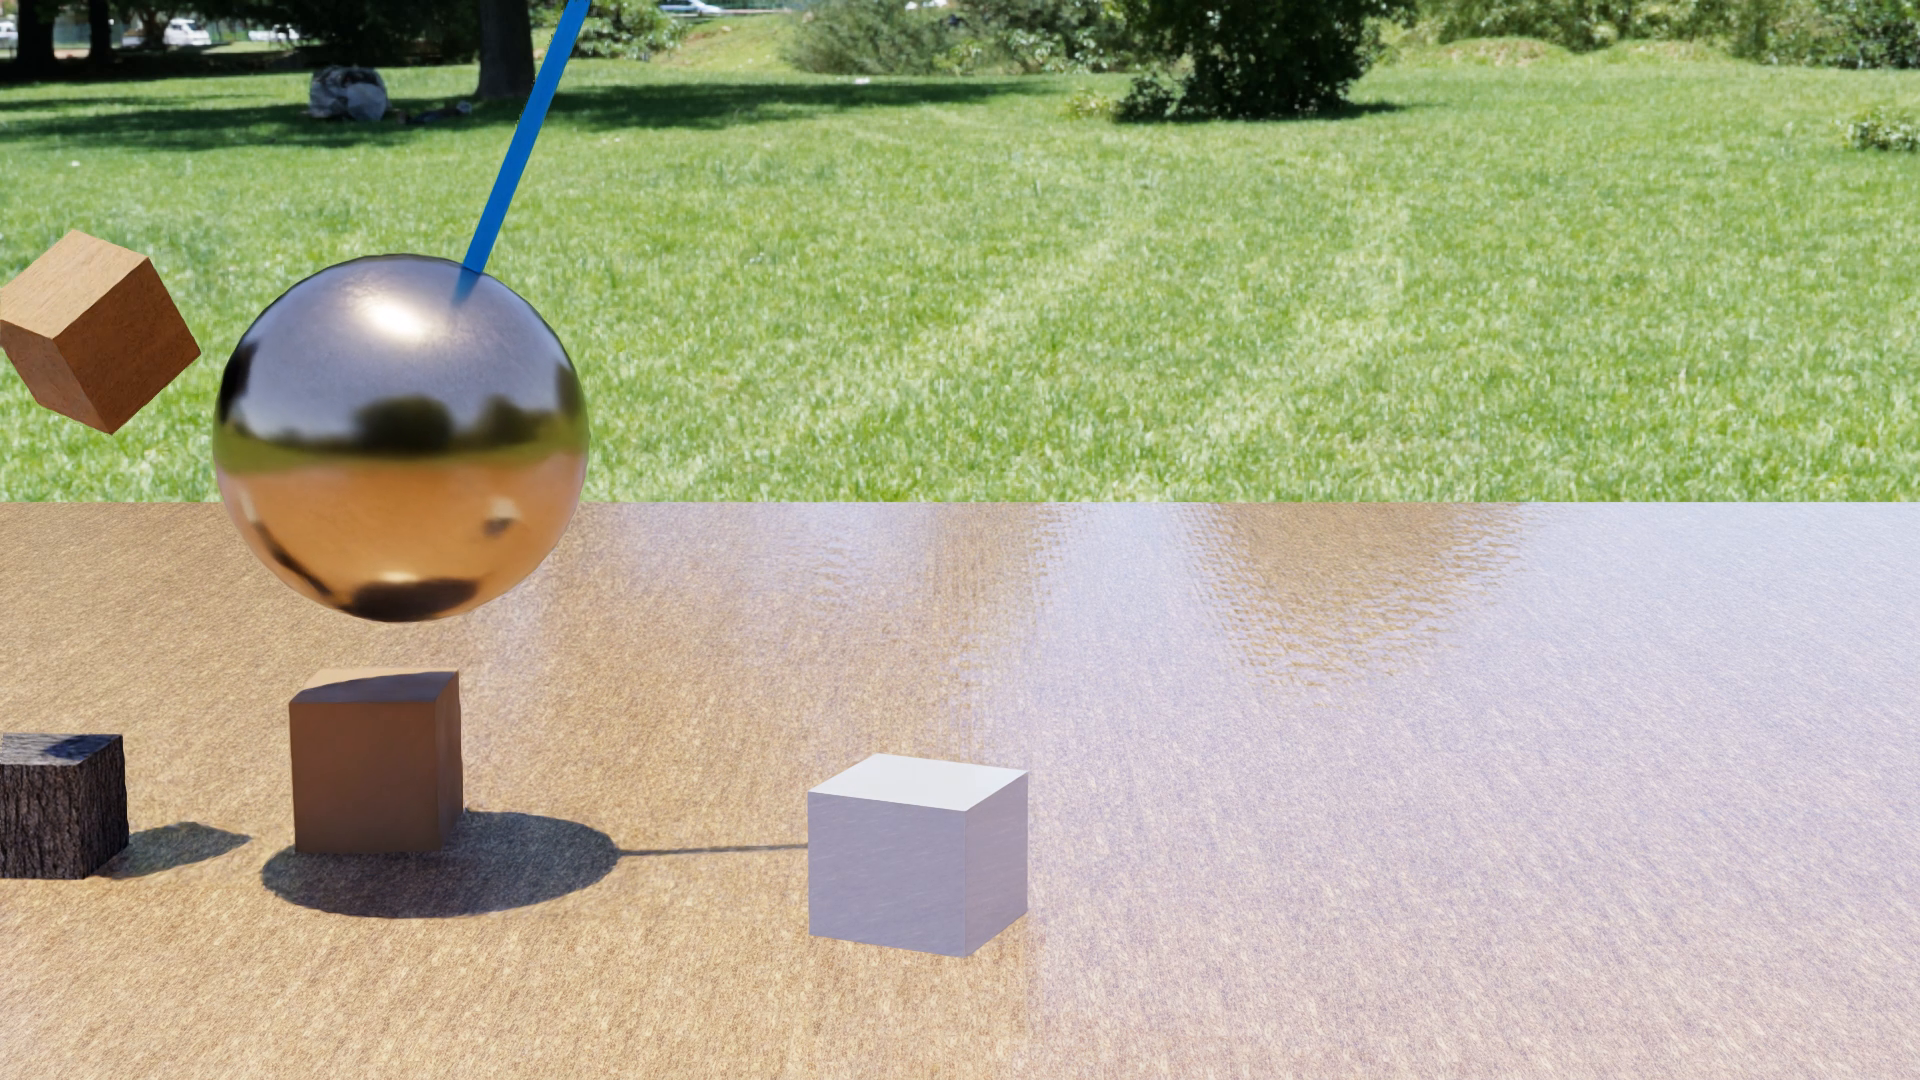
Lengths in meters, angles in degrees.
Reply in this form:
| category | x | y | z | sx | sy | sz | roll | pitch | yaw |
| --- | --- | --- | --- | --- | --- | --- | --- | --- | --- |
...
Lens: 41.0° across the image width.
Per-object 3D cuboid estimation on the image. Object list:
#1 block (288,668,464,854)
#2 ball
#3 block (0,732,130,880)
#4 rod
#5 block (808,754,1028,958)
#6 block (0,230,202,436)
| category | x | y | z | sx | sy | sz | roll | pitch | yaw |
| --- | --- | --- | --- | --- | --- | --- | --- | --- | --- |
| block | -2.714 | 1.020 | 11.985 | 0.655 | 0.704 | 0.677 | 0 | 10 | -2 |
| ball | -2.407 | -0.438 | 11.101 | 1.600 | 1.600 | 1.600 | 0 | 10 | 0 |
| block | -4.138 | 1.192 | 11.545 | 0.577 | 0.523 | 0.536 | 1 | 10 | 4 |
| rod | -1.043 | -3.502 | 10.544 | 0.080 | 5.200 | 0.080 | 23 | 9 | -4 |
| block | -0.168 | 1.301 | 10.690 | 0.706 | 0.615 | 0.652 | 5 | 11 | 24 |
| block | -3.776 | -0.906 | 11.163 | 0.511 | 0.566 | 0.561 | 20 | 55 | 31 |
